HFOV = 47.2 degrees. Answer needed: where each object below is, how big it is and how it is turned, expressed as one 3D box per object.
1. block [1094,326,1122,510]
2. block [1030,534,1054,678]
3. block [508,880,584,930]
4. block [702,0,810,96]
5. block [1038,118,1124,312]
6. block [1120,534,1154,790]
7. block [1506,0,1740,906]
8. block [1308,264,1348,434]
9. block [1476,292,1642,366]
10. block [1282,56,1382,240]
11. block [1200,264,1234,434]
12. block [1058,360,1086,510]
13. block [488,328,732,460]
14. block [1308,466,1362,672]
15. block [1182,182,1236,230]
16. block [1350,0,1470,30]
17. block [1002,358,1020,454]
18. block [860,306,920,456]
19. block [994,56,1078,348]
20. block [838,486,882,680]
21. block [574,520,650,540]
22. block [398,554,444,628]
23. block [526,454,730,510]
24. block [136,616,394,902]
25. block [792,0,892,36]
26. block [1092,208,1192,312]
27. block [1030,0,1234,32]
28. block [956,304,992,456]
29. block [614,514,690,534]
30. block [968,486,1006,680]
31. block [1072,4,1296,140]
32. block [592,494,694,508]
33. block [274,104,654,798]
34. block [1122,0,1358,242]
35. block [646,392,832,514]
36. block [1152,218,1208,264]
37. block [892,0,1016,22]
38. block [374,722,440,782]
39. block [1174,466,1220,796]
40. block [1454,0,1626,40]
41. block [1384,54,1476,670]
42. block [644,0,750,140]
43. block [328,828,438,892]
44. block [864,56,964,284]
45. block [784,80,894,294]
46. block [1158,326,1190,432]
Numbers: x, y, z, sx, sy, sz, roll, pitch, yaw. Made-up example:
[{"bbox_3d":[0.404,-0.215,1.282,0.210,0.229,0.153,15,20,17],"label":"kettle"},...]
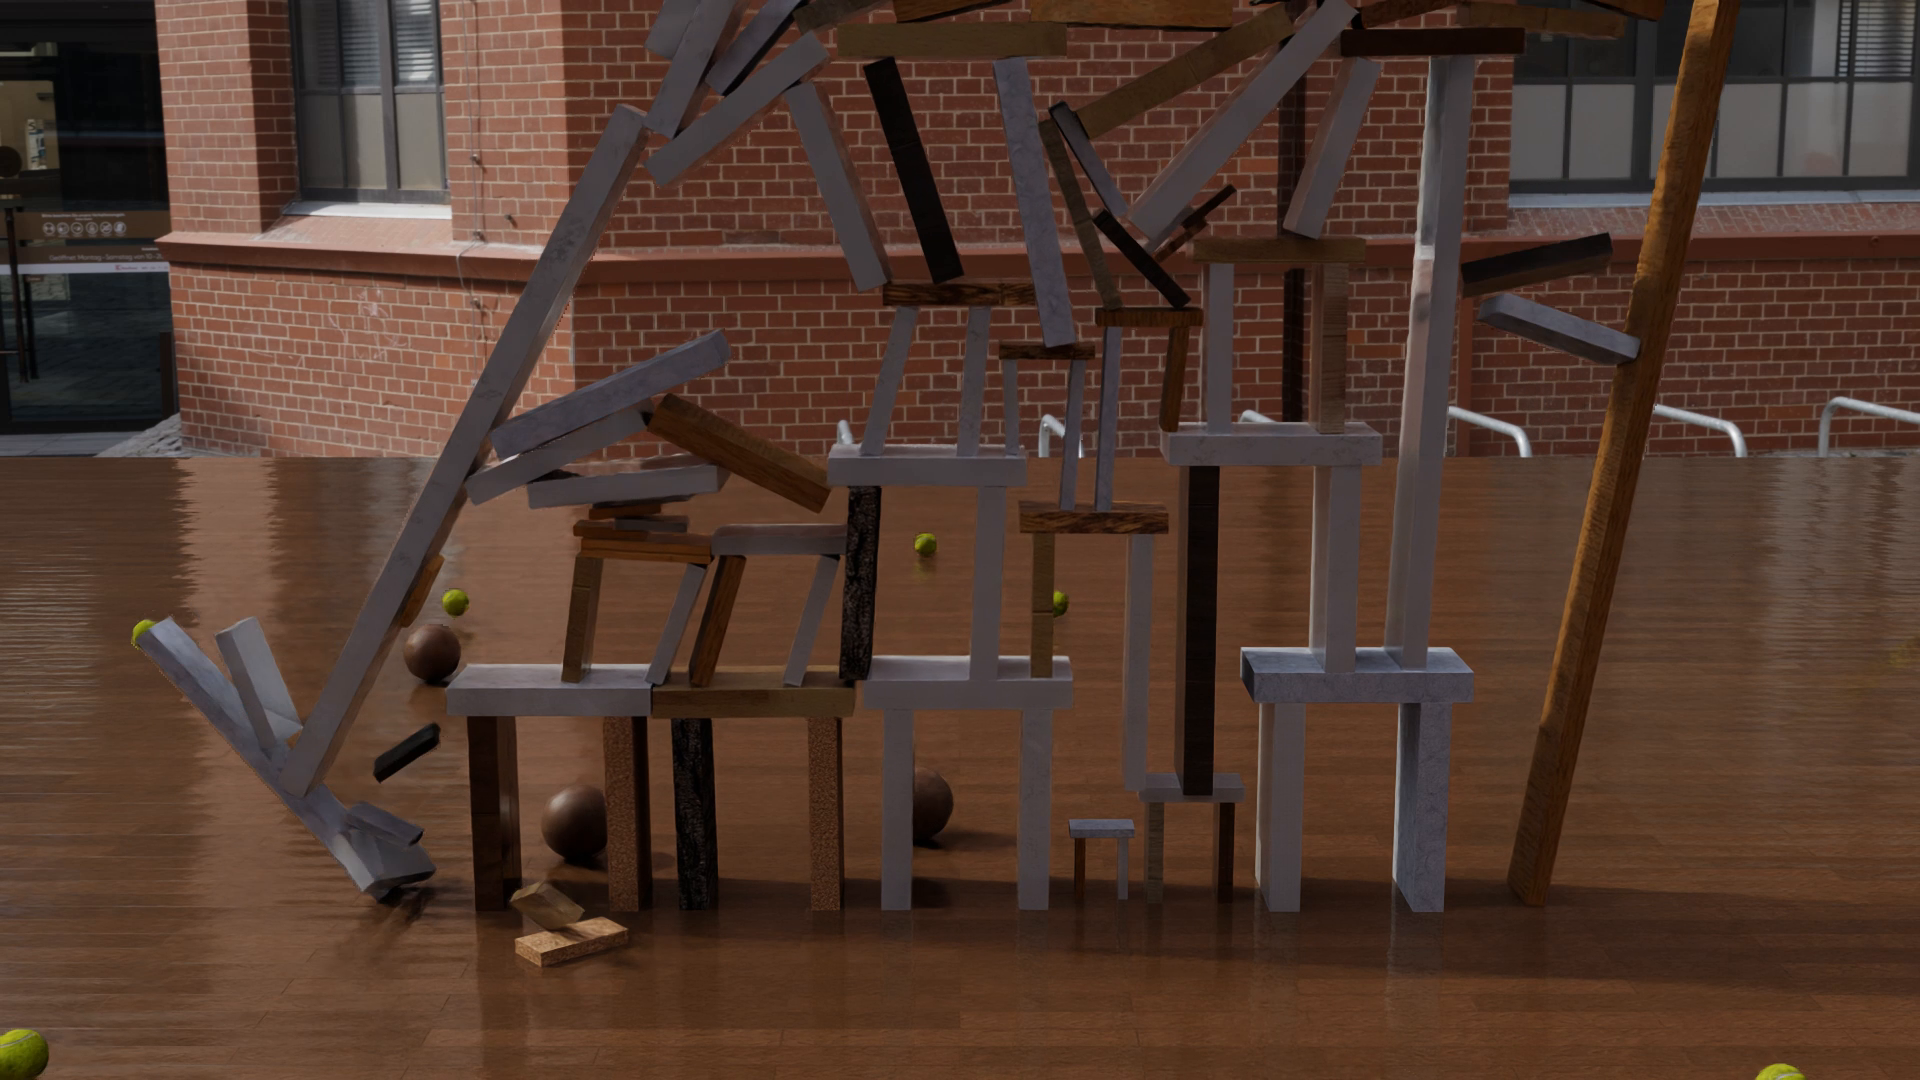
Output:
[{"bbox_3d":[0.237,-0.198,3.521,0.023,0.293,0.083,3,11,0],"label":"block"},{"bbox_3d":[0.133,0.095,3.574,0.033,0.236,0.118,1,11,0],"label":"block"},{"bbox_3d":[-0.643,0.568,3.412,0.078,0.022,0.156,39,-28,-13],"label":"block"},{"bbox_3d":[-0.293,-0.801,3.411,0.037,0.264,0.132,41,8,-7],"label":"block"},{"bbox_3d":[0.188,-0.514,3.465,0.028,0.310,0.098,-21,10,4],"label":"block"},{"bbox_3d":[0.288,0.188,3.591,0.033,0.424,0.118,1,11,0],"label":"block"},{"bbox_3d":[1.071,-0.206,3.520,0.033,1.634,0.115,9,10,-3],"label":"block"},{"bbox_3d":[0.586,-0.310,3.501,0.038,0.266,0.133,0,11,1],"label":"block"},{"bbox_3d":[0.951,-0.335,3.501,0.230,0.033,0.115,18,-2,-4],"label":"block"},{"bbox_3d":[0.577,-0.610,3.424,0.039,0.278,0.139,19,10,-3],"label":"block"},{"bbox_3d":[0.408,-0.310,3.502,0.038,0.266,0.133,0,11,1],"label":"block"},{"bbox_3d":[0.180,-0.173,3.524,0.022,0.240,0.076,4,10,-1],"label":"block"},{"bbox_3d":[-0.554,-0.233,3.503,0.381,0.046,0.163,-23,10,4],"label":"block"},{"bbox_3d":[0.606,0.032,3.562,0.047,0.334,0.167,0,11,0],"label":"block"},{"bbox_3d":[0.389,-0.525,3.457,0.099,0.014,0.050,-38,8,10],"label":"block"},{"bbox_3d":[0.728,-0.836,3.403,0.237,0.034,0.118,-14,11,5],"label":"block"},{"bbox_3d":[0.081,-0.217,3.516,0.022,0.152,0.076,-2,11,0],"label":"block"},{"bbox_3d":[-0.112,-0.259,3.508,0.034,0.237,0.118,15,10,-3],"label":"block"},{"bbox_3d":[0.118,-0.532,3.460,0.049,0.443,0.173,-11,10,3],"label":"block"},{"bbox_3d":[-0.161,0.056,3.568,0.044,0.313,0.157,4,11,0],"label":"block"},{"bbox_3d":[-0.563,-0.017,3.557,0.116,0.016,0.058,3,11,-2],"label":"block"},{"bbox_3d":[-0.875,0.083,3.575,0.017,0.117,0.059,28,24,-6],"label":"block"},{"bbox_3d":[-0.529,-0.098,3.527,0.301,0.043,0.150,-5,12,2],"label":"block"},{"bbox_3d":[-1.134,0.361,3.633,0.029,0.577,0.101,-40,8,6],"label":"block"},{"bbox_3d":[-0.128,-0.849,3.404,0.264,0.037,0.132,-23,9,4],"label":"block"},{"bbox_3d":[0.285,-0.446,3.481,0.028,0.195,0.098,-44,8,8],"label":"block"},{"bbox_3d":[0.261,-0.814,3.393,0.304,0.043,0.152,2,10,1],"label":"block"},{"bbox_3d":[0.021,-0.260,3.512,0.034,0.237,0.118,5,10,-1],"label":"block"},{"bbox_3d":[-0.497,-0.028,3.553,0.116,0.016,0.058,3,11,-1],"label":"block"},{"bbox_3d":[0.044,0.056,3.568,0.044,0.313,0.157,3,11,0],"label":"block"},{"bbox_3d":[0.342,-0.725,3.418,0.347,0.049,0.174,-27,9,5],"label":"block"},{"bbox_3d":[-0.511,-0.075,3.571,0.156,0.022,0.078,-4,12,7],"label":"block"},{"bbox_3d":[-0.792,-0.140,3.530,0.049,1.222,0.172,28,8,-6],"label":"block"},{"bbox_3d":[0.430,-0.658,3.428,0.049,0.457,0.174,41,8,-7],"label":"block"},{"bbox_3d":[-0.347,-0.140,3.519,0.301,0.043,0.150,26,11,-6],"label":"block"},{"bbox_3d":[0.346,-0.473,3.470,0.099,0.014,0.049,-39,8,6],"label":"block"},{"bbox_3d":[0.050,-0.850,3.391,0.304,0.043,0.152,-12,10,3],"label":"block"},{"bbox_3d":[-0.910,0.348,3.617,0.117,0.017,0.059,-33,24,3],"label":"block"},{"bbox_3d":[0.384,0.133,3.580,0.047,0.537,0.167,0,11,0],"label":"block"},{"bbox_3d":[0.899,-0.806,3.413,0.237,0.034,0.118,6,11,1],"label":"block"},{"bbox_3d":[0.746,-0.278,3.507,0.039,0.963,0.139,2,10,-1],"label":"block"},{"bbox_3d":[-0.385,-0.787,3.409,0.049,0.344,0.172,26,9,-4],"label":"block"},{"bbox_3d":[-0.952,0.523,3.635,0.029,0.101,0.203,-41,-13,10],"label":"block"},{"bbox_3d":[-0.072,-0.579,3.449,0.049,0.346,0.173,-18,10,2],"label":"block"},{"bbox_3d":[-0.188,-0.556,3.451,0.046,0.327,0.163,-19,10,6],"label":"block"},{"bbox_3d":[0.341,-0.261,3.509,0.023,0.166,0.083,6,10,-1],"label":"block"}]
